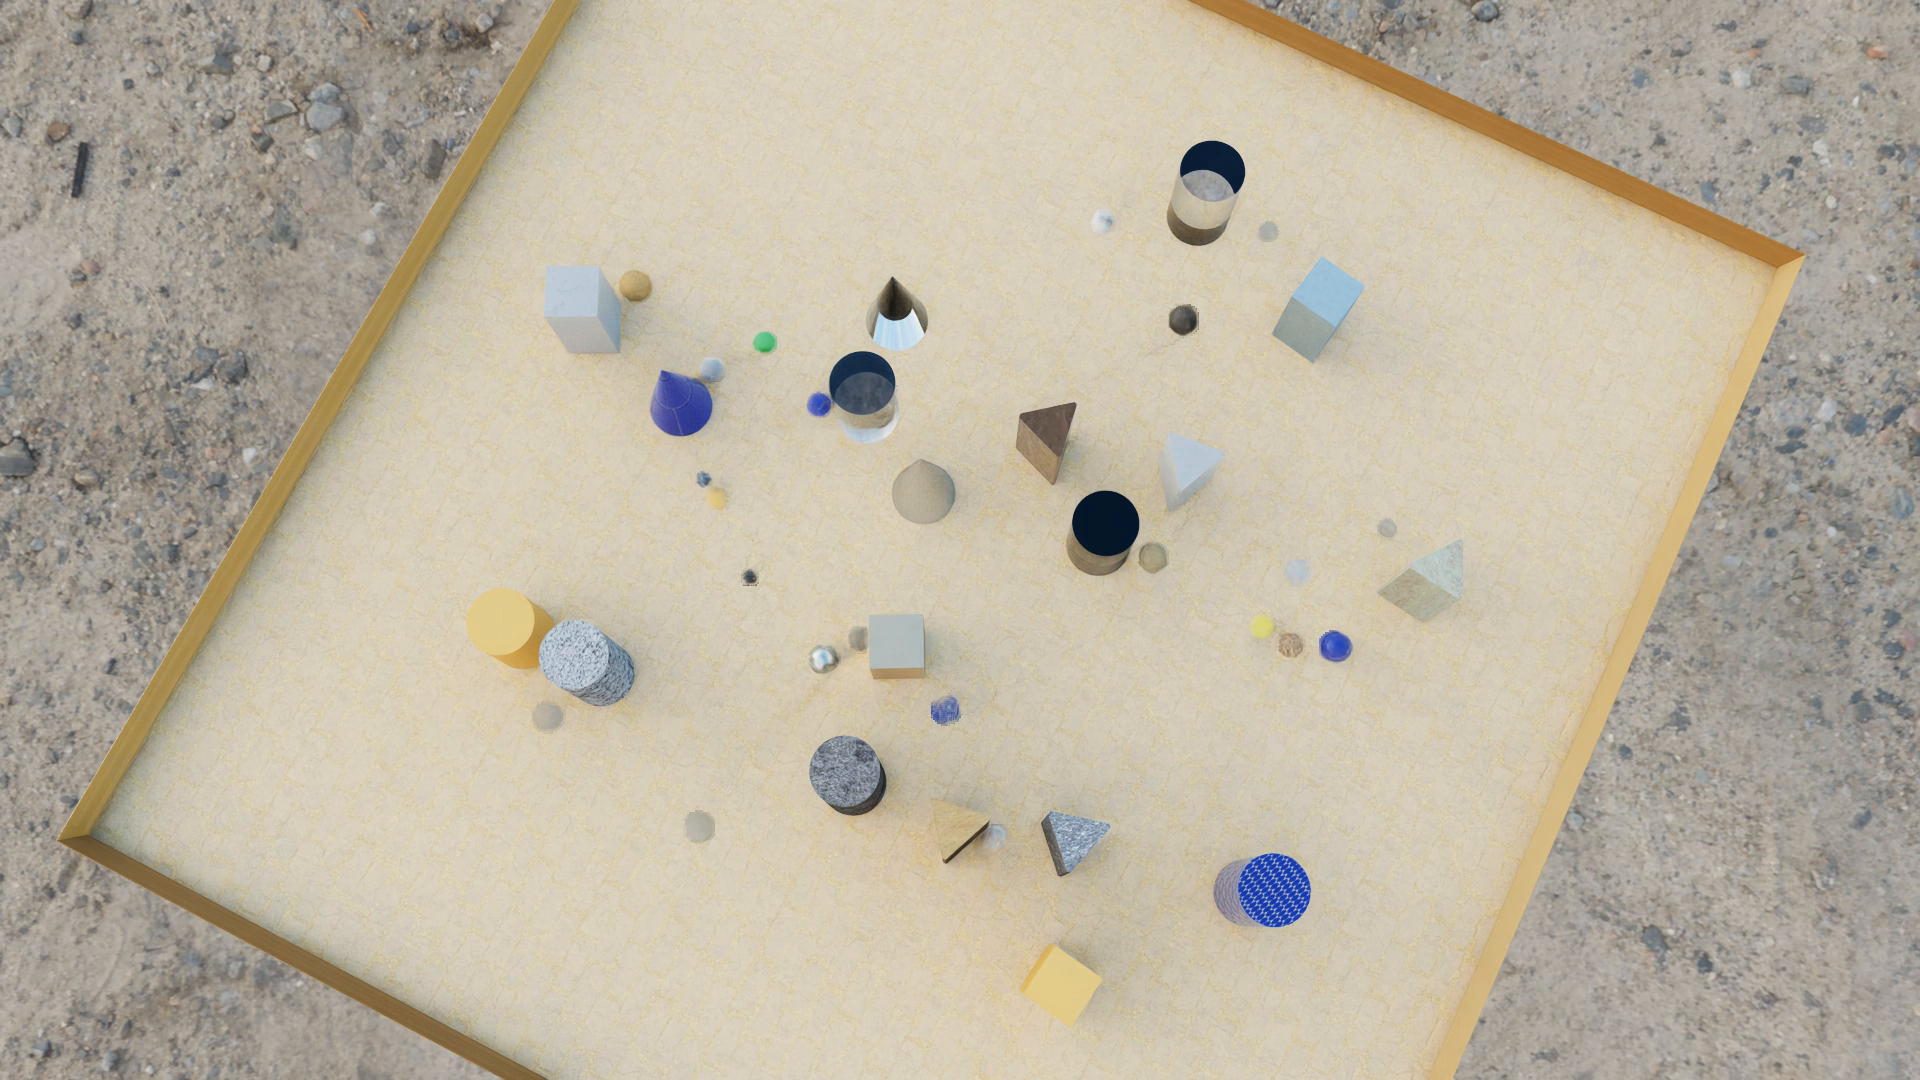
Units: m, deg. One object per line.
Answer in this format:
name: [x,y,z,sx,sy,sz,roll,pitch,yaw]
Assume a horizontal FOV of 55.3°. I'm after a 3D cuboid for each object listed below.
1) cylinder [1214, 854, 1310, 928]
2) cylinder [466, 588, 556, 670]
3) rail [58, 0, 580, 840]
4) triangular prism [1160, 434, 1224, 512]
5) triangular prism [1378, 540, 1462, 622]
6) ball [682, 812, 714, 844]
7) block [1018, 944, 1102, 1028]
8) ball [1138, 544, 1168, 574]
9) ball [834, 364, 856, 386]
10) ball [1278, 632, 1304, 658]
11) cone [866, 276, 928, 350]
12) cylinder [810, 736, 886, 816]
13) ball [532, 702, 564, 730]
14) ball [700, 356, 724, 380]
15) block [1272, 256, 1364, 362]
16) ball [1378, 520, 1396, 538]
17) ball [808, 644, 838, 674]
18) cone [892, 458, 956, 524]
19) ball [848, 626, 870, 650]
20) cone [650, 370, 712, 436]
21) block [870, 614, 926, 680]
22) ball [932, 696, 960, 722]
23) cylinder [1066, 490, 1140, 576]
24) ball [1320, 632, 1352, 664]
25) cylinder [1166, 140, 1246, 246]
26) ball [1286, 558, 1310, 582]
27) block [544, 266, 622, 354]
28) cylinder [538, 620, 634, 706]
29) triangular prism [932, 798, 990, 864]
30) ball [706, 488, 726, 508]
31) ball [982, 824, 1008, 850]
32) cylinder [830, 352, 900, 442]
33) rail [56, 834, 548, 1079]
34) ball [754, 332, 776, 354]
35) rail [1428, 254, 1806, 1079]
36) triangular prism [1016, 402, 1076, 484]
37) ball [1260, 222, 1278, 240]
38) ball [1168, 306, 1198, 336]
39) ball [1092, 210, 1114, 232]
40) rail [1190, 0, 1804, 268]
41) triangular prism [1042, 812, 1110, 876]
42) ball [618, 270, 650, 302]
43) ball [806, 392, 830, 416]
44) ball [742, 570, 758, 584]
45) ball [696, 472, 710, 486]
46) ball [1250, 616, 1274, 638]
cylinder: [0.845,0.990,5.162,0.196,0.490,0.196,0,78,0]
cylinder: [-1.319,0.264,5.406,0.196,0.305,0.196,0,78,0]
rail: [-1.715,-0.833,5.723,0.045,0.127,3.946,26,80,5]
triangular prism: [0.663,-0.225,5.506,0.170,0.307,0.147,-39,81,-7]
triangular prism: [1.380,0.102,5.382,0.170,0.419,0.147,33,80,6]
ball: [-0.771,0.848,5.395,0.090,0.090,0.090,0,78,0]
block: [0.280,1.253,5.171,0.157,0.365,0.157,34,80,7]
ball: [0.585,0.056,5.559,0.091,0.091,0.091,0,78,0]
ball: [-0.357,-0.511,5.689,0.066,0.066,0.066,0,78,0]
ball: [0.995,0.317,5.513,0.076,0.076,0.076,0,78,0]
cone: [-0.198,-0.731,5.559,0.196,0.409,0.196,0,78,0]
cylinder: [-0.317,0.680,5.253,0.196,0.437,0.196,0,78,0]
ball: [-1.228,0.525,5.463,0.089,0.089,0.089,0,78,0]
ball: [-0.771,-0.532,5.688,0.075,0.075,0.075,0,78,0]
block: [1.086,-0.697,5.578,0.157,0.358,0.157,36,81,7]
ball: [1.307,-0.034,5.596,0.053,0.053,0.053,0,78,0]
ball: [-0.410,0.358,5.496,0.090,0.090,0.090,0,78,0]
cone: [-0.112,-0.188,5.431,0.196,0.439,0.196,0,78,0]
ball: [-0.299,0.297,5.517,0.072,0.072,0.072,0,78,0]
cone: [-0.868,-0.456,5.513,0.196,0.388,0.196,0,78,0]
block: [-0.184,0.318,5.425,0.157,0.246,0.157,-1,78,0]
ball: [-0.042,0.506,5.471,0.081,0.081,0.081,0,78,0]
cylinder: [0.423,-0.017,5.462,0.196,0.310,0.196,0,78,0]
ball: [1.129,0.322,5.501,0.095,0.095,0.095,0,78,0]
cylinder: [0.755,-1.065,5.651,0.196,0.364,0.196,0,78,0]
ball: [1.024,0.093,5.560,0.072,0.072,0.072,0,78,0]
block: [-1.145,-0.697,5.577,0.157,0.360,0.157,0,78,0]
cylinder: [-1.080,0.363,5.329,0.196,0.417,0.196,0,78,0]
triangular prism: [-0.030,0.808,5.243,0.170,0.404,0.147,-41,81,-8]
ball: [-0.748,-0.130,5.612,0.061,0.061,0.061,0,78,0]
ball: [0.102,0.877,5.397,0.075,0.075,0.075,0,78,0]
cylinder: [-0.287,-0.429,5.540,0.196,0.323,0.196,0,78,0]
rail: [-0.872,1.714,5.196,3.883,0.127,0.045,26,80,5]
ball: [-0.610,-0.615,5.709,0.068,0.068,0.068,0,78,0]
rail: [1.715,0.847,5.375,0.045,0.127,3.946,26,80,5]
triangular prism: [0.284,-0.315,5.501,0.147,0.355,0.170,-42,81,-8]
ball: [0.974,-0.978,5.790,0.057,0.057,0.057,0,78,0]
ball: [0.695,-0.685,5.711,0.093,0.093,0.093,0,78,0]
ball: [0.452,-1.010,5.790,0.069,0.069,0.069,0,78,0]
rail: [0.872,-1.700,5.902,3.883,0.127,0.045,26,80,5]
triangular prism: [0.296,0.835,5.199,0.147,0.479,0.170,42,81,8]
ball: [-1.017,-0.796,5.731,0.098,0.098,0.098,0,78,0]
ball: [-0.436,-0.420,5.665,0.075,0.075,0.075,0,78,0]
ball: [-0.638,0.112,5.571,0.044,0.044,0.044,0,78,0]
ball: [-0.789,-0.186,5.632,0.045,0.045,0.045,0,78,0]
ball: [0.912,0.264,5.527,0.069,0.069,0.069,0,78,0]
